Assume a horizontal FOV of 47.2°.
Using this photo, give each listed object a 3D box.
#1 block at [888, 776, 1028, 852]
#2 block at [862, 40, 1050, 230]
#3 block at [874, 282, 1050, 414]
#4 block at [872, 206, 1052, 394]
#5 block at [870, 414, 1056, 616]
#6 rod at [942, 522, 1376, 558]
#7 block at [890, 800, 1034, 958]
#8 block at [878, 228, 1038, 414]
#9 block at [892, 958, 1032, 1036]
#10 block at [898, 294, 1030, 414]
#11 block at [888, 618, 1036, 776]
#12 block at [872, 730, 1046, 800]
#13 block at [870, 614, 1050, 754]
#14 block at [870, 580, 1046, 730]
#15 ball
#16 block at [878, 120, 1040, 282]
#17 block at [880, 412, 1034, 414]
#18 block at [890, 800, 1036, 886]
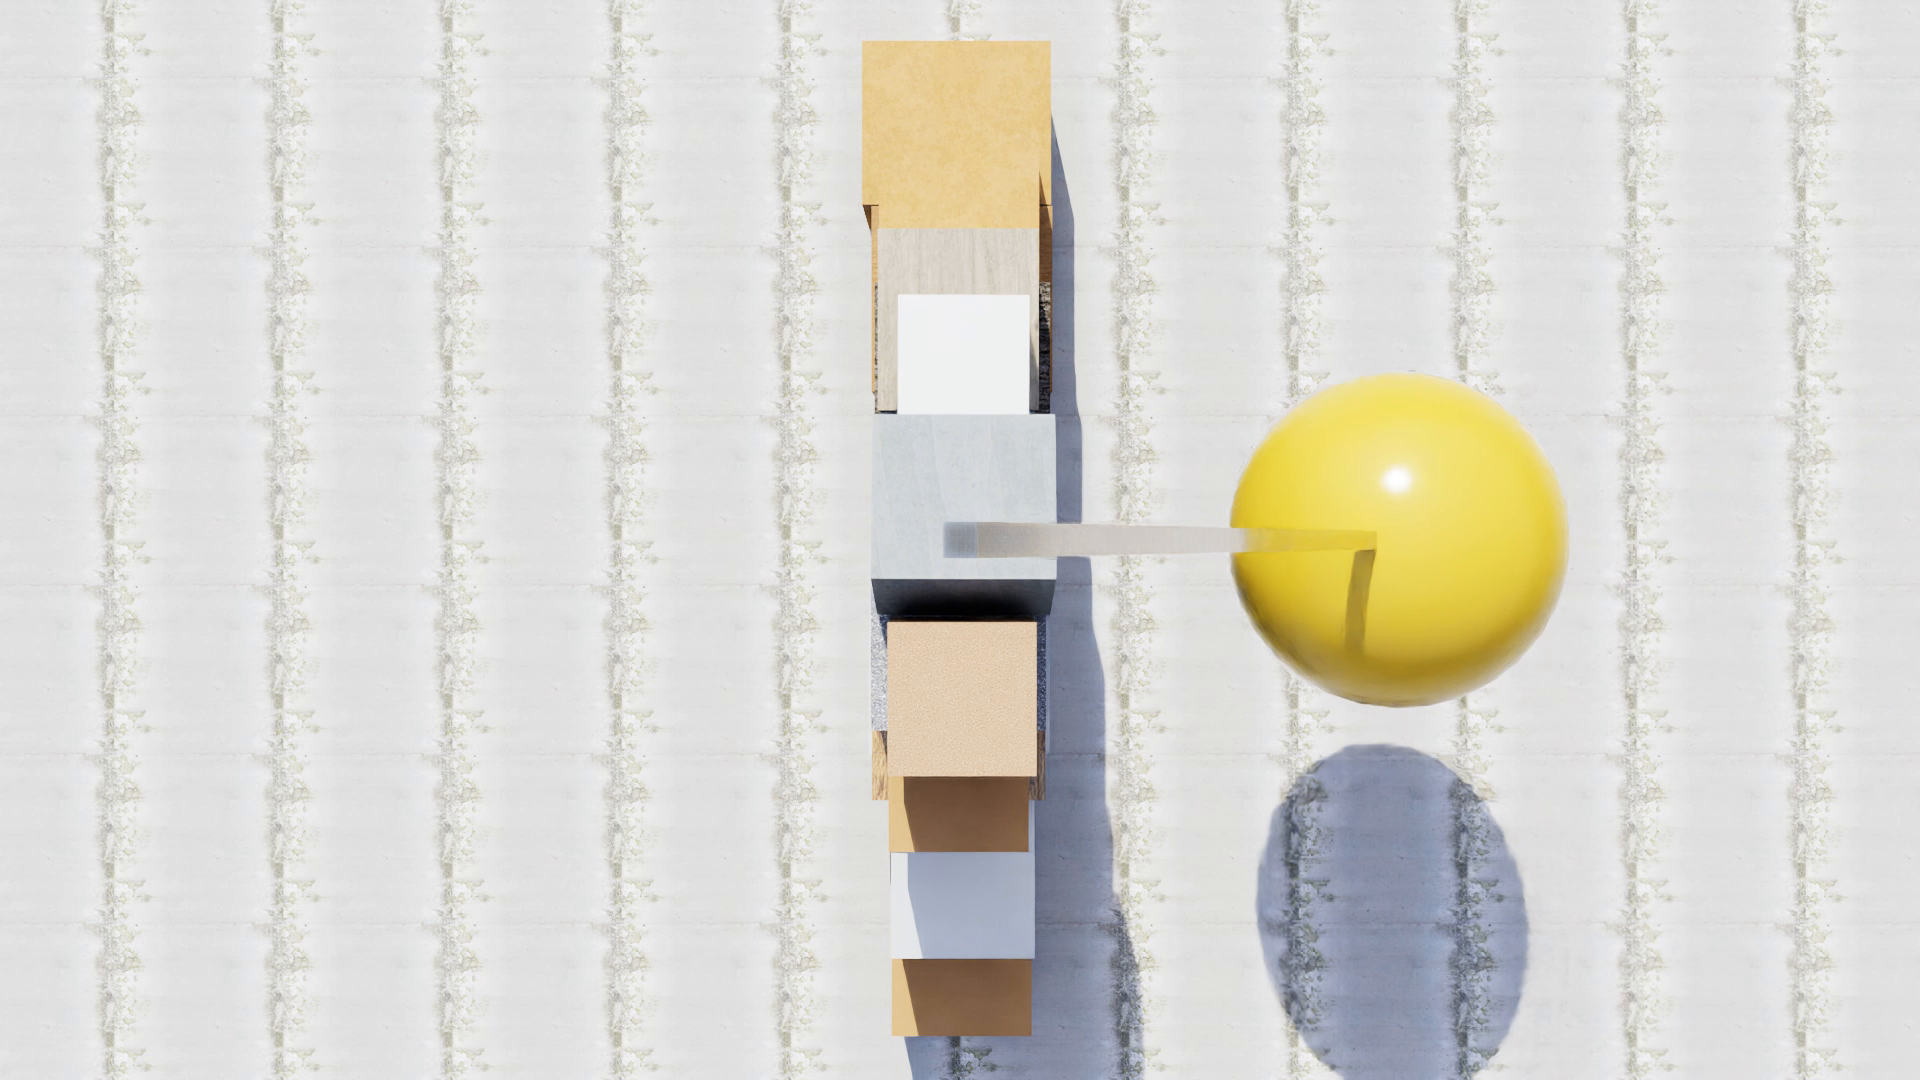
[{"bbox_3d":[-0.006,1.178,10.642,0.661,0.556,0.583,0,90,0],"label":"block"},{"bbox_3d":[-0.019,-2.285,12.520,1.034,0.960,0.896,0,90,0],"label":"block"},{"bbox_3d":[0.012,-0.911,11.662,0.901,0.734,0.825,0,90,0],"label":"block"},{"bbox_3d":[0.011,-1.320,12.514,0.989,0.971,1.013,0,90,0],"label":"block"},{"bbox_3d":[0.017,-0.101,9.787,0.790,0.750,0.730,0,76,0],"label":"block"},{"bbox_3d":[0.899,0.000,7.261,0.080,5.200,0.080,0,90,20],"label":"rod"},{"bbox_3d":[0.015,1.724,11.698,0.737,0.846,0.851,0,89,0],"label":"block"},{"bbox_3d":[-0.008,-1.041,10.836,0.759,0.918,0.858,0,90,0],"label":"block"},{"bbox_3d":[0.009,2.334,12.559,0.770,0.881,0.798,0,90,0],"label":"block"},{"bbox_3d":[0.016,-0.782,10.093,0.585,0.568,0.622,0,90,0],"label":"block"},{"bbox_3d":[0.009,0.686,9.791,0.642,0.657,0.660,0,90,0],"label":"block"},{"bbox_3d":[-0.006,0.816,11.376,0.863,0.911,0.954,0,90,0],"label":"block"},{"bbox_3d":[-0.004,0.624,12.416,0.972,1.168,1.058,0,90,0],"label":"block"},{"bbox_3d":[-0.007,0.498,10.520,0.807,0.801,0.757,0,90,0],"label":"block"},{"bbox_3d":[2.074,0.000,10.452,1.600,1.600,1.600,0,90,0],"label":"ball"},{"bbox_3d":[-0.005,-1.744,11.666,0.824,0.725,0.822,0,90,0],"label":"block"},{"bbox_3d":[-0.011,-0.254,10.816,0.733,0.685,0.712,0,90,0],"label":"block"},{"bbox_3d":[0.014,1.544,12.632,0.810,0.736,0.762,0,90,0],"label":"block"}]
